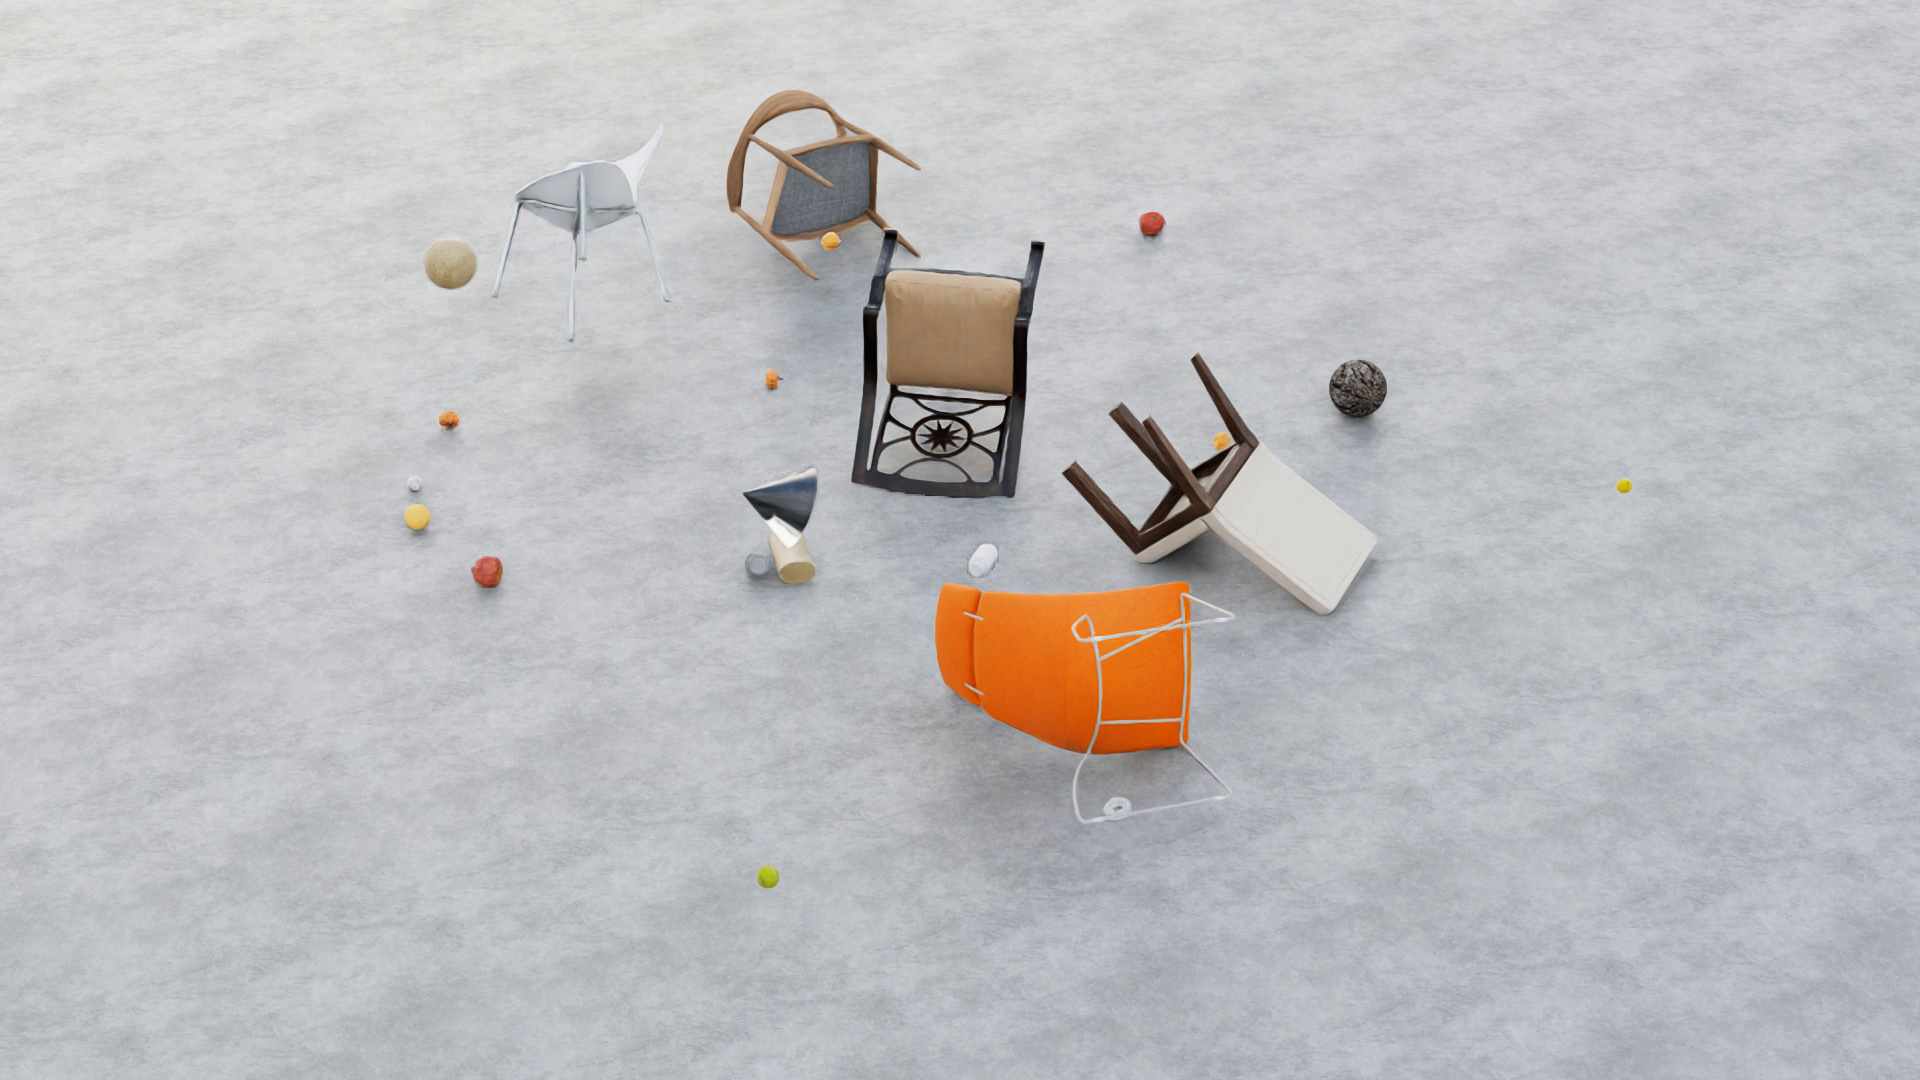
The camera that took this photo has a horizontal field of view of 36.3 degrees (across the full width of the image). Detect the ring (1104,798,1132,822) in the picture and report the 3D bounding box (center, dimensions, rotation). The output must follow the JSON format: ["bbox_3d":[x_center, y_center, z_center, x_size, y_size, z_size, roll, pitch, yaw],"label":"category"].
[{"bbox_3d":[0.515,0.880,9.583,0.089,0.029,0.116,11,34,19],"label":"ring"}]

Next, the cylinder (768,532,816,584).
[{"bbox_3d":[-0.619,0.057,10.770,0.139,0.096,0.230,-2,33,-15],"label":"cylinder"}]

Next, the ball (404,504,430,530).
[{"bbox_3d":[-2.034,-0.087,10.988,0.097,0.097,0.097,0,33,0],"label":"ball"}]

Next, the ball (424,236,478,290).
[{"bbox_3d":[-2.010,-1.091,11.561,0.208,0.208,0.208,0,33,0],"label":"ball"}]

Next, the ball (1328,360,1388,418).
[{"bbox_3d":[1.581,-0.603,11.651,0.230,0.230,0.230,0,33,0],"label":"ball"}]

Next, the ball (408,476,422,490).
[{"bbox_3d":[-2.088,-0.217,11.222,0.057,0.057,0.057,0,33,0],"label":"ball"}]

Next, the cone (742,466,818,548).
[{"bbox_3d":[-0.615,-0.130,9.527,0.202,0.325,0.257,14,61,-19],"label":"cone"}]
